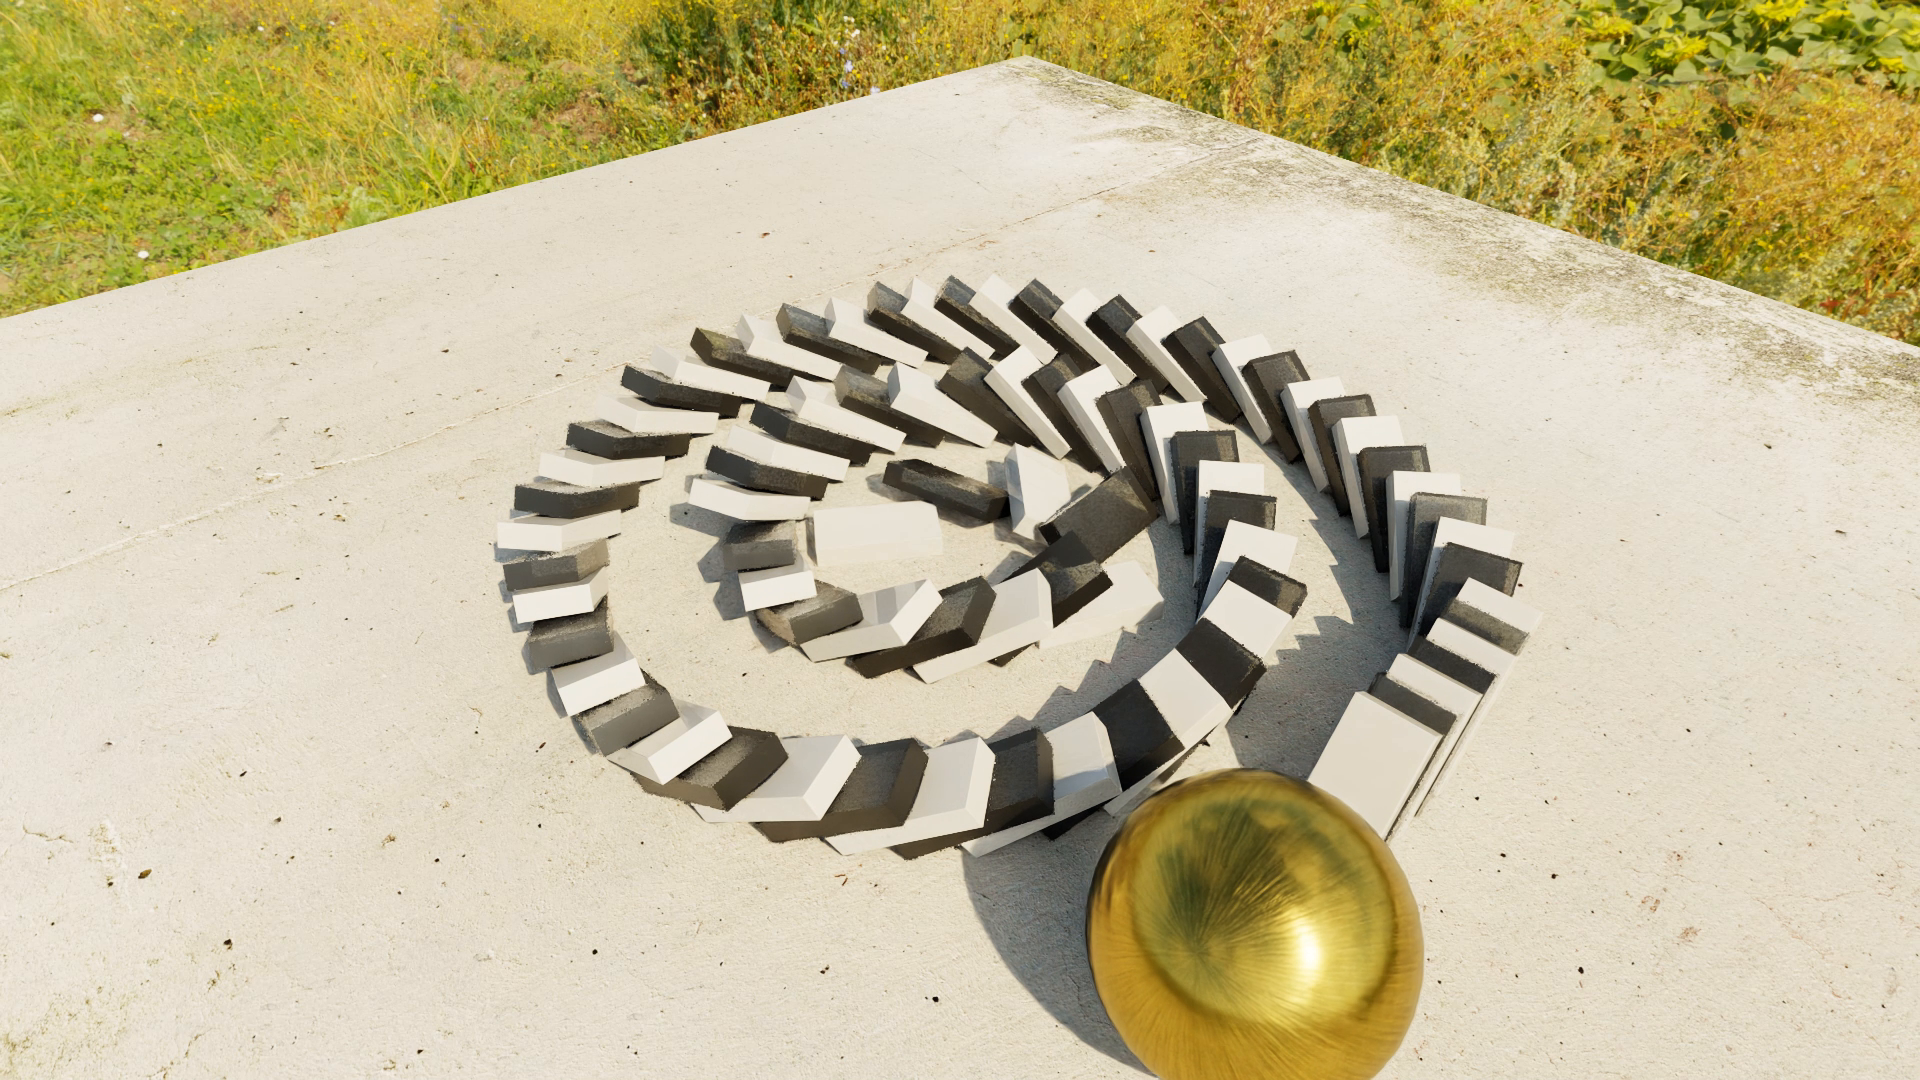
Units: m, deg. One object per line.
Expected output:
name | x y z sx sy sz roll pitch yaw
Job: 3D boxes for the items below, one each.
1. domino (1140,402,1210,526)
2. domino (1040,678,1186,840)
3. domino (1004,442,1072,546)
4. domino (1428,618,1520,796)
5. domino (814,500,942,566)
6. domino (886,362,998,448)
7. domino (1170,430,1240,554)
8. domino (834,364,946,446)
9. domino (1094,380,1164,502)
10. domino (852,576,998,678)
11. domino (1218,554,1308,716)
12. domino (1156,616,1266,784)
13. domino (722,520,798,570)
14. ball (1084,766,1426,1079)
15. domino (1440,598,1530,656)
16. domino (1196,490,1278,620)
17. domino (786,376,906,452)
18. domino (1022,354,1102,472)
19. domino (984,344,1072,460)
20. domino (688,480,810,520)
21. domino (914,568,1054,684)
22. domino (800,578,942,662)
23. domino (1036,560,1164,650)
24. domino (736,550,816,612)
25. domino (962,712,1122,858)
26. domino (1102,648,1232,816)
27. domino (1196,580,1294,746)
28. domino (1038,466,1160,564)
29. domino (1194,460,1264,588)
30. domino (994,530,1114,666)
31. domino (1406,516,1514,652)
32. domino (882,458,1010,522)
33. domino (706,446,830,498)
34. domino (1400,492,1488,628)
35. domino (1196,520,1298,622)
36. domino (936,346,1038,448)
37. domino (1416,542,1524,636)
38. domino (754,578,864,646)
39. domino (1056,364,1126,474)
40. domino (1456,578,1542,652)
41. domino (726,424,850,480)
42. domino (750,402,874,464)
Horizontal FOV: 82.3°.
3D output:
domino | 0.095 -0.033 0.462 0.025 0.010 0.050 -8 72 -13
domino | 0.042 0.068 0.341 0.050 0.010 0.025 -36 43 6
domino | 0.033 -0.018 0.457 0.025 0.009 0.050 22 35 -20
domino | 0.153 0.053 0.350 0.025 0.050 0.009 31 12 32
domino | -0.034 -0.003 0.447 0.050 0.009 0.025 -5 40 -6
domino | -0.008 -0.061 0.499 0.050 0.010 0.025 21 33 -24
domino | 0.102 -0.020 0.447 0.025 0.009 0.050 -2 71 -5
domino | -0.031 -0.061 0.497 0.050 0.009 0.025 20 27 -25
domino | 0.081 -0.043 0.474 0.025 0.010 0.050 -20 77 -25
domino | -0.013 0.031 0.383 0.050 0.010 0.025 -21 29 35
domino | 0.097 0.033 0.383 0.025 0.009 0.050 28 80 29
domino | 0.073 0.052 0.360 0.050 0.009 0.025 -47 52 -3
domino | -0.076 0.001 0.423 0.025 0.010 0.050 -5 10 -6
ball | 0.071 0.097 0.270 0.080 0.080 0.080 0 39 0
domino | 0.161 0.047 0.359 0.025 0.050 0.010 31 9 32
domino | 0.105 0.007 0.416 0.025 0.010 0.050 7 71 9
domino | -0.051 -0.056 0.490 0.050 0.010 0.025 18 22 -31
domino | 0.053 -0.057 0.492 0.025 0.010 0.050 -35 86 -35
domino | 0.037 -0.063 0.499 0.050 0.009 0.025 47 50 0
domino | -0.083 -0.016 0.441 0.025 0.010 0.050 16 6 19
domino | 0.008 0.030 0.387 0.050 0.010 0.025 -24 35 19
domino | -0.032 0.029 0.387 0.050 0.009 0.025 -15 25 43
domino | 0.048 0.024 0.414 0.050 0.010 0.025 -13 41 -15
domino | -0.069 0.014 0.407 0.025 0.010 0.050 -12 11 -12
domino | 0.023 0.074 0.333 0.050 0.010 0.025 -28 37 16
domino | 0.058 0.061 0.350 0.050 0.010 0.025 -41 47 1
domino | 0.088 0.041 0.372 0.025 0.009 0.050 33 82 30
domino | 0.056 -0.007 0.441 0.050 0.010 0.025 -35 93 -35
domino | 0.105 -0.006 0.431 0.025 0.009 0.050 4 71 5
domino | 0.028 0.021 0.399 0.050 0.009 0.025 -37 44 3
domino | 0.180 0.019 0.396 0.025 0.010 0.050 14 83 16
domino | -0.004 -0.022 0.461 0.050 0.010 0.025 21 16 24
domino | -0.079 -0.028 0.454 0.025 0.009 0.050 21 6 25
domino | 0.179 0.009 0.408 0.025 0.009 0.050 7 82 8
domino | 0.103 0.020 0.399 0.025 0.009 0.050 16 75 19
domino | 0.016 -0.065 0.503 0.050 0.010 0.025 36 43 -5
domino | 0.175 0.028 0.384 0.025 0.009 0.050 18 84 19
domino | -0.056 0.025 0.393 0.025 0.009 0.050 -21 13 -22
domino | 0.067 -0.051 0.484 0.025 0.010 0.050 -29 82 -32
domino | 0.171 0.041 0.370 0.025 0.009 0.050 31 89 32
domino | -0.072 -0.036 0.464 0.025 0.010 0.050 23 7 30
domino | -0.063 -0.046 0.476 0.025 0.010 0.050 30 11 38
